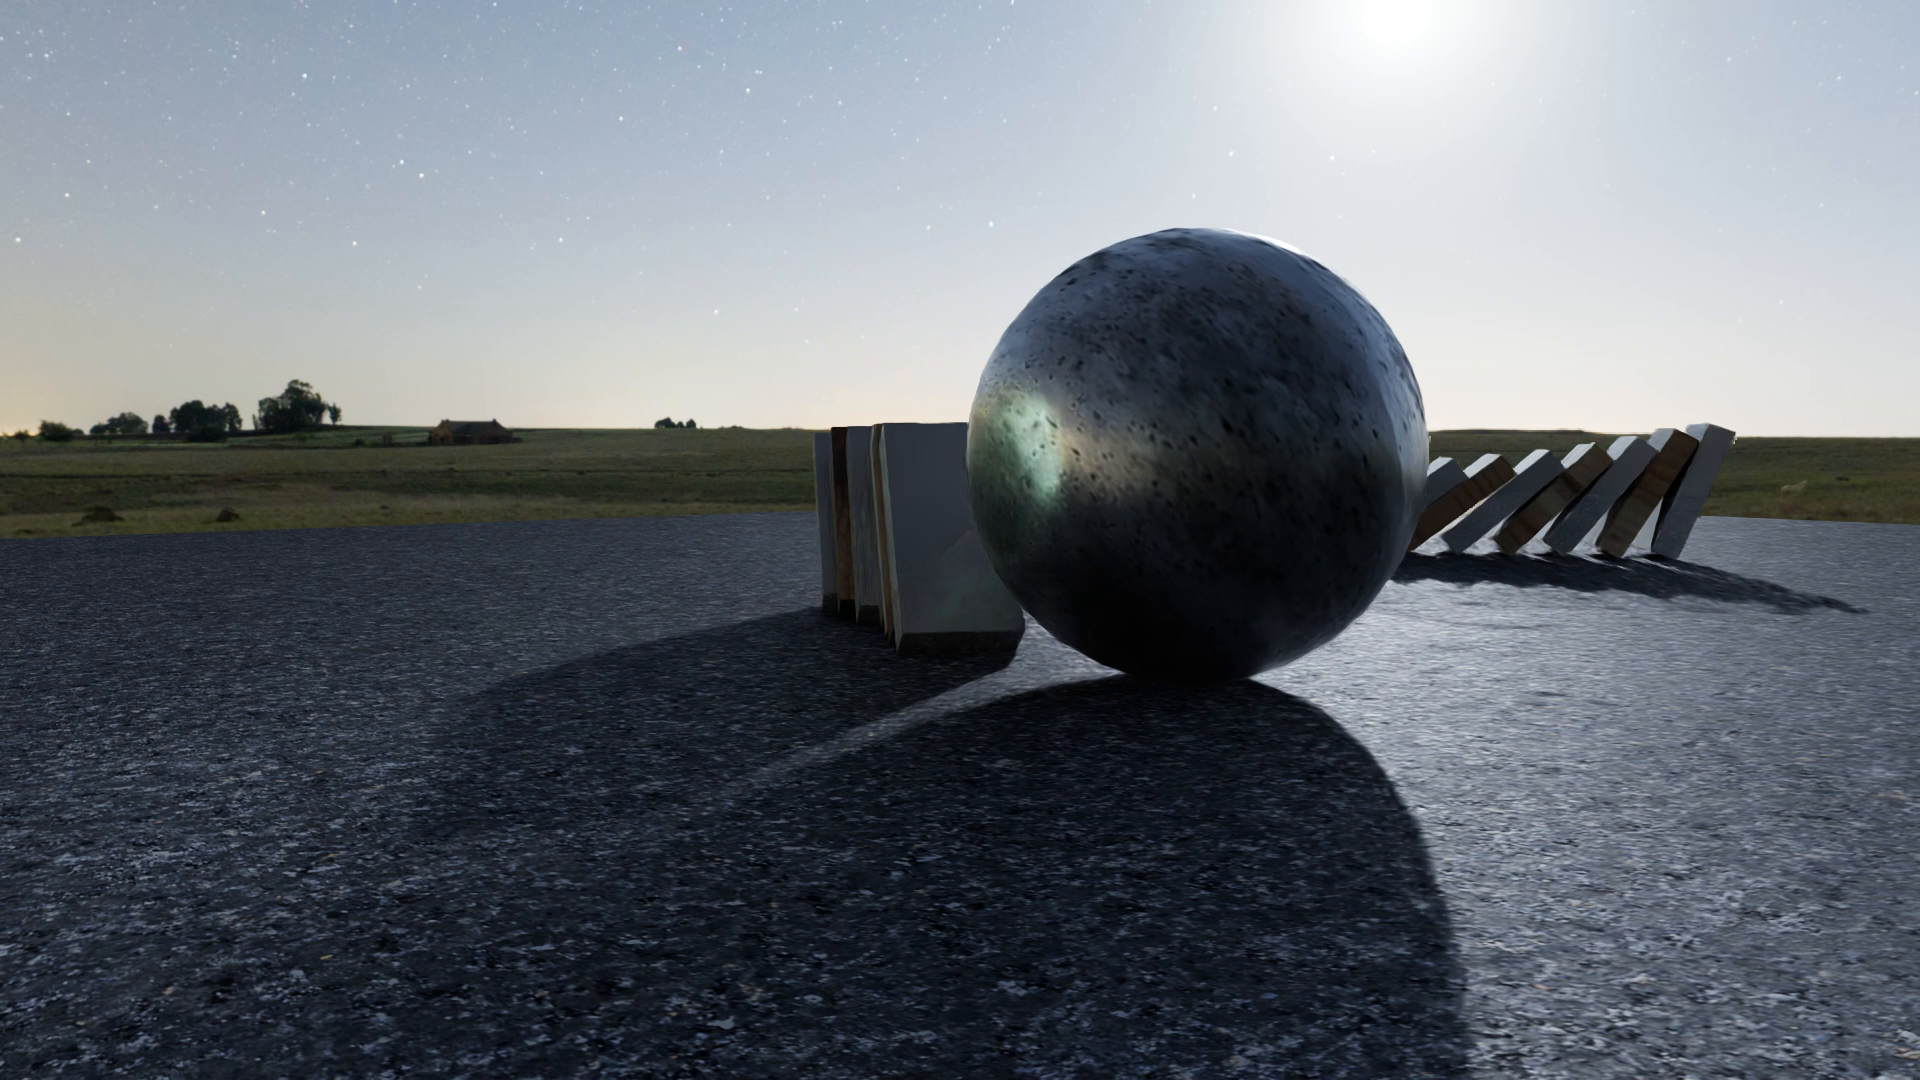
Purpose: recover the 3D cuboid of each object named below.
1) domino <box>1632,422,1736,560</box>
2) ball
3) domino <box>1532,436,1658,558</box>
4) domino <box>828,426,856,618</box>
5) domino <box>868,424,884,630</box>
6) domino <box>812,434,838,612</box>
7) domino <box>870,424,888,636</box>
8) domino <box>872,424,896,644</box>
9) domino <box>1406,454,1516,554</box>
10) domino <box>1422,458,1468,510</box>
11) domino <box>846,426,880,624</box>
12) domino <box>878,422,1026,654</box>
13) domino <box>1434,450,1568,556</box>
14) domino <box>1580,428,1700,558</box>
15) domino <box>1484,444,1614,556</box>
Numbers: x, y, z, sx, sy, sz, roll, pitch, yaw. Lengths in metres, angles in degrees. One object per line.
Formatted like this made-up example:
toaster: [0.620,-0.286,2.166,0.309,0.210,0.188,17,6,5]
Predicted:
domino: [0.269,-0.018,0.478,0.009,0.050,0.025,22,9,11]
ball: [0.041,-0.015,0.228,0.080,0.080,0.080,0,4,0]
domino: [0.240,-0.017,0.487,0.010,0.050,0.025,39,12,8]
domino: [-0.019,-0.005,0.325,0.025,0.050,0.010,-1,-29,-10]
domino: [-0.007,-0.004,0.304,0.025,0.050,0.010,0,-29,-10]
domino: [-0.025,-0.005,0.338,0.025,0.050,0.009,-1,-33,-10]
domino: [-0.006,-0.003,0.293,0.025,0.050,0.009,-1,-29,-11]
domino: [-0.005,-0.002,0.282,0.025,0.050,0.010,-1,-29,-11]
domino: [0.190,-0.014,0.501,0.050,0.010,0.025,-38,-2,10]
domino: [0.173,-0.014,0.504,0.050,0.009,0.025,-36,-1,9]
domino: [-0.014,-0.005,0.315,0.025,0.050,0.010,-1,-29,-10]
domino: [-0.002,-0.001,0.271,0.025,0.050,0.009,-1,-29,-11]
domino: [0.207,-0.015,0.495,0.050,0.010,0.025,-42,-6,13]
domino: [0.255,-0.018,0.482,0.009,0.050,0.025,31,11,9]
domino: [0.224,-0.016,0.491,0.010,0.050,0.025,45,12,7]
